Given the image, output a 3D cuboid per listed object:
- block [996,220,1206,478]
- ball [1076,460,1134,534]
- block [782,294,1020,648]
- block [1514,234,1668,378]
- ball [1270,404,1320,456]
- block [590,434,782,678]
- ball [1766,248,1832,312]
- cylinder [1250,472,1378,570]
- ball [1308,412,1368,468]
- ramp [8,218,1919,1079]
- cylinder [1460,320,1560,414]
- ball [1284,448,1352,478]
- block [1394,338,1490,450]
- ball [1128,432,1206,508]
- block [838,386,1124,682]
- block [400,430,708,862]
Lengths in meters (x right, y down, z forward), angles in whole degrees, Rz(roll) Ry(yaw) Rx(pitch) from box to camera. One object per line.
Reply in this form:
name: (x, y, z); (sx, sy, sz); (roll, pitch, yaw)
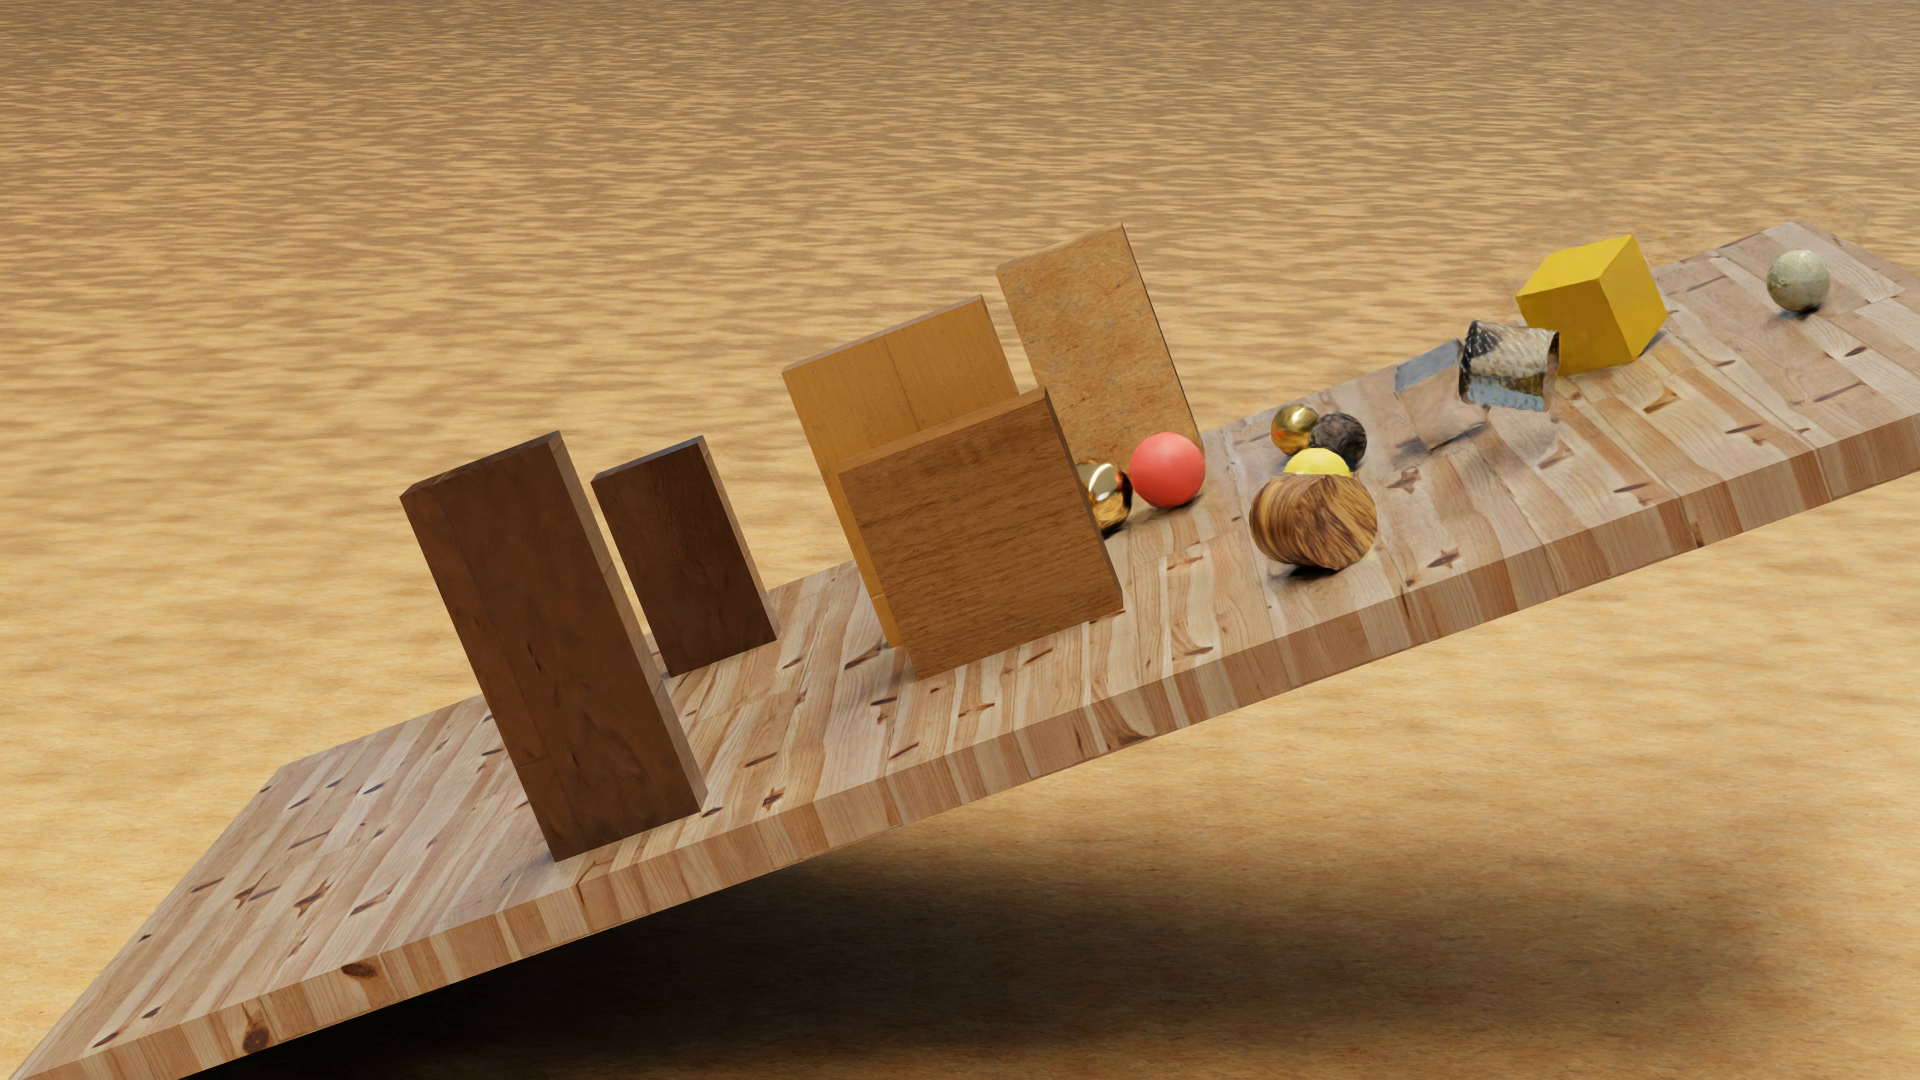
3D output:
block: (0.334, -0.423, 6.954); (0.311, 0.579, 0.143); (-20, 12, 7)
ball: (0.302, -0.096, 6.541); (0.168, 0.168, 0.168); (0, 13, 0)
block: (-0.052, -0.143, 6.213); (0.444, 0.635, 0.084); (-20, 12, 7)
block: (1.365, -0.504, 6.354); (0.205, 0.205, 0.205); (-11, 25, 42)
ball: (0.750, -0.244, 6.550); (0.117, 0.117, 0.117); (0, 13, 0)
block: (-0.628, 0.038, 6.766); (0.264, 0.492, 0.098); (-20, 12, 7)
ball: (1.742, -0.539, 6.109); (0.131, 0.131, 0.131); (0, 13, 0)
cylinder: (0.671, -0.038, 5.592); (0.177, 0.177, 0.177); (-6, 5, -22)
ball: (0.805, -0.209, 6.272); (0.126, 0.126, 0.126); (0, 13, 0)
ramp: (0.118, 0.176, 6.295); (4.000, 0.100, 2.000); (-20, 12, 7)
cylinder: (1.090, -0.344, 5.829); (0.164, 0.164, 0.164); (9, 15, 19)
ball: (0.723, -0.117, 5.958); (0.141, 0.141, 0.141); (0, 13, 0)
block: (1.016, -0.308, 6.193); (0.146, 0.146, 0.146); (-27, 18, 21)
ball: (0.459, -0.155, 6.529); (0.169, 0.169, 0.169); (0, 13, 0)
block: (0.044, -0.014, 5.908); (0.437, 0.453, 0.148); (-20, 12, 7)
block: (-0.763, 0.204, 5.572); (0.300, 0.761, 0.119); (-20, 12, 7)
